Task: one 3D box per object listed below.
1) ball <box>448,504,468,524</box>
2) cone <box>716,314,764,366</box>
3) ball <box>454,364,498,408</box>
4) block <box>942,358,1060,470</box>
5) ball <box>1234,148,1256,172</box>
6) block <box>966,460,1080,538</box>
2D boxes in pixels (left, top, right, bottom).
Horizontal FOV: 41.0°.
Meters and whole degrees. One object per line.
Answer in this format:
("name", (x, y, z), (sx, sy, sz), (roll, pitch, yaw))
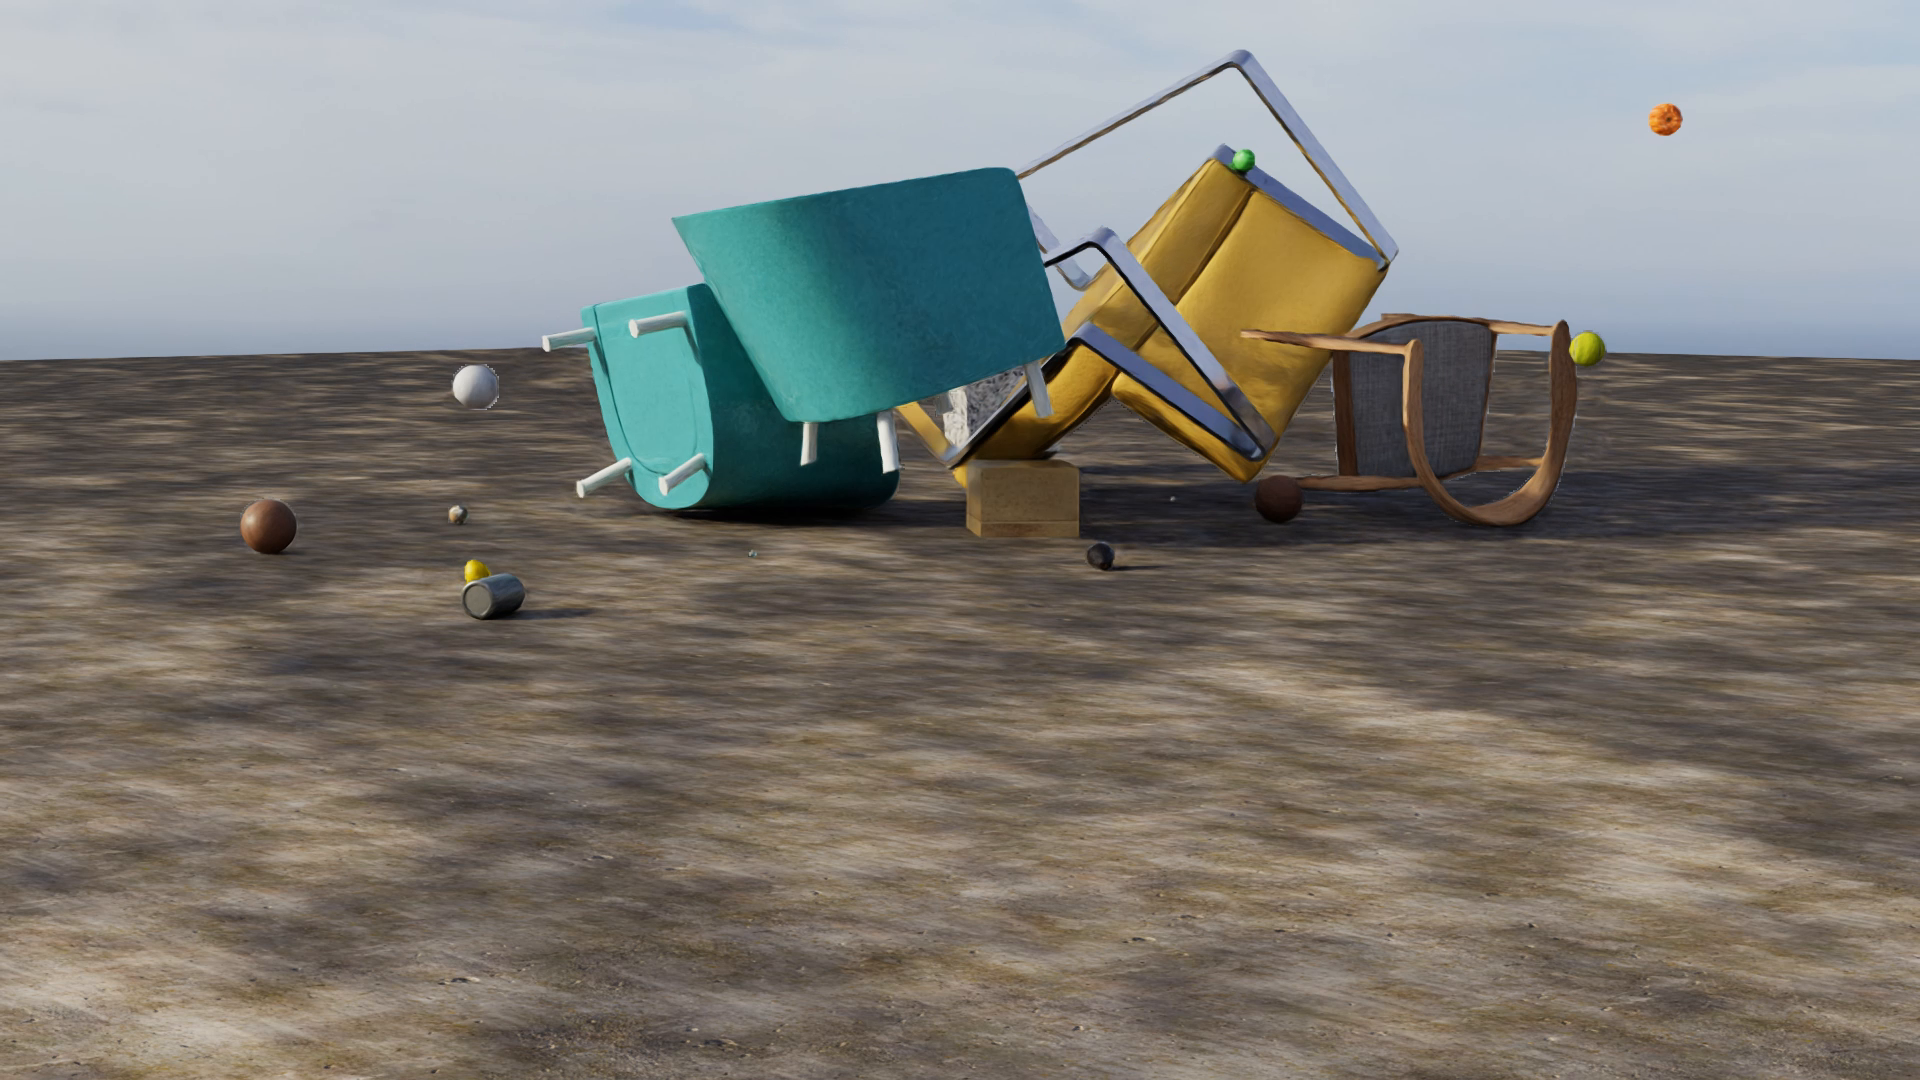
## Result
("ball", (-1.332, -0.068, 6.819), (0.052, 0.052, 0.052), (0, 6, 0))
("cone", (-0.673, -0.607, 7.714), (0.149, 0.163, 0.130), (-15, -2, 7))
("ball", (-0.910, -0.288, 4.819), (0.082, 0.082, 0.082), (0, 6, 0))
("block", (0.134, -0.422, 8.646), (0.311, 0.314, 0.310), (-2, -9, -15))
("ball", (0.831, -1.109, 7.490), (0.065, 0.065, 0.065), (0, 6, 0))
("block", (0.159, -0.108, 6.608), (0.253, 0.175, 0.276), (-1, 6, -7))
